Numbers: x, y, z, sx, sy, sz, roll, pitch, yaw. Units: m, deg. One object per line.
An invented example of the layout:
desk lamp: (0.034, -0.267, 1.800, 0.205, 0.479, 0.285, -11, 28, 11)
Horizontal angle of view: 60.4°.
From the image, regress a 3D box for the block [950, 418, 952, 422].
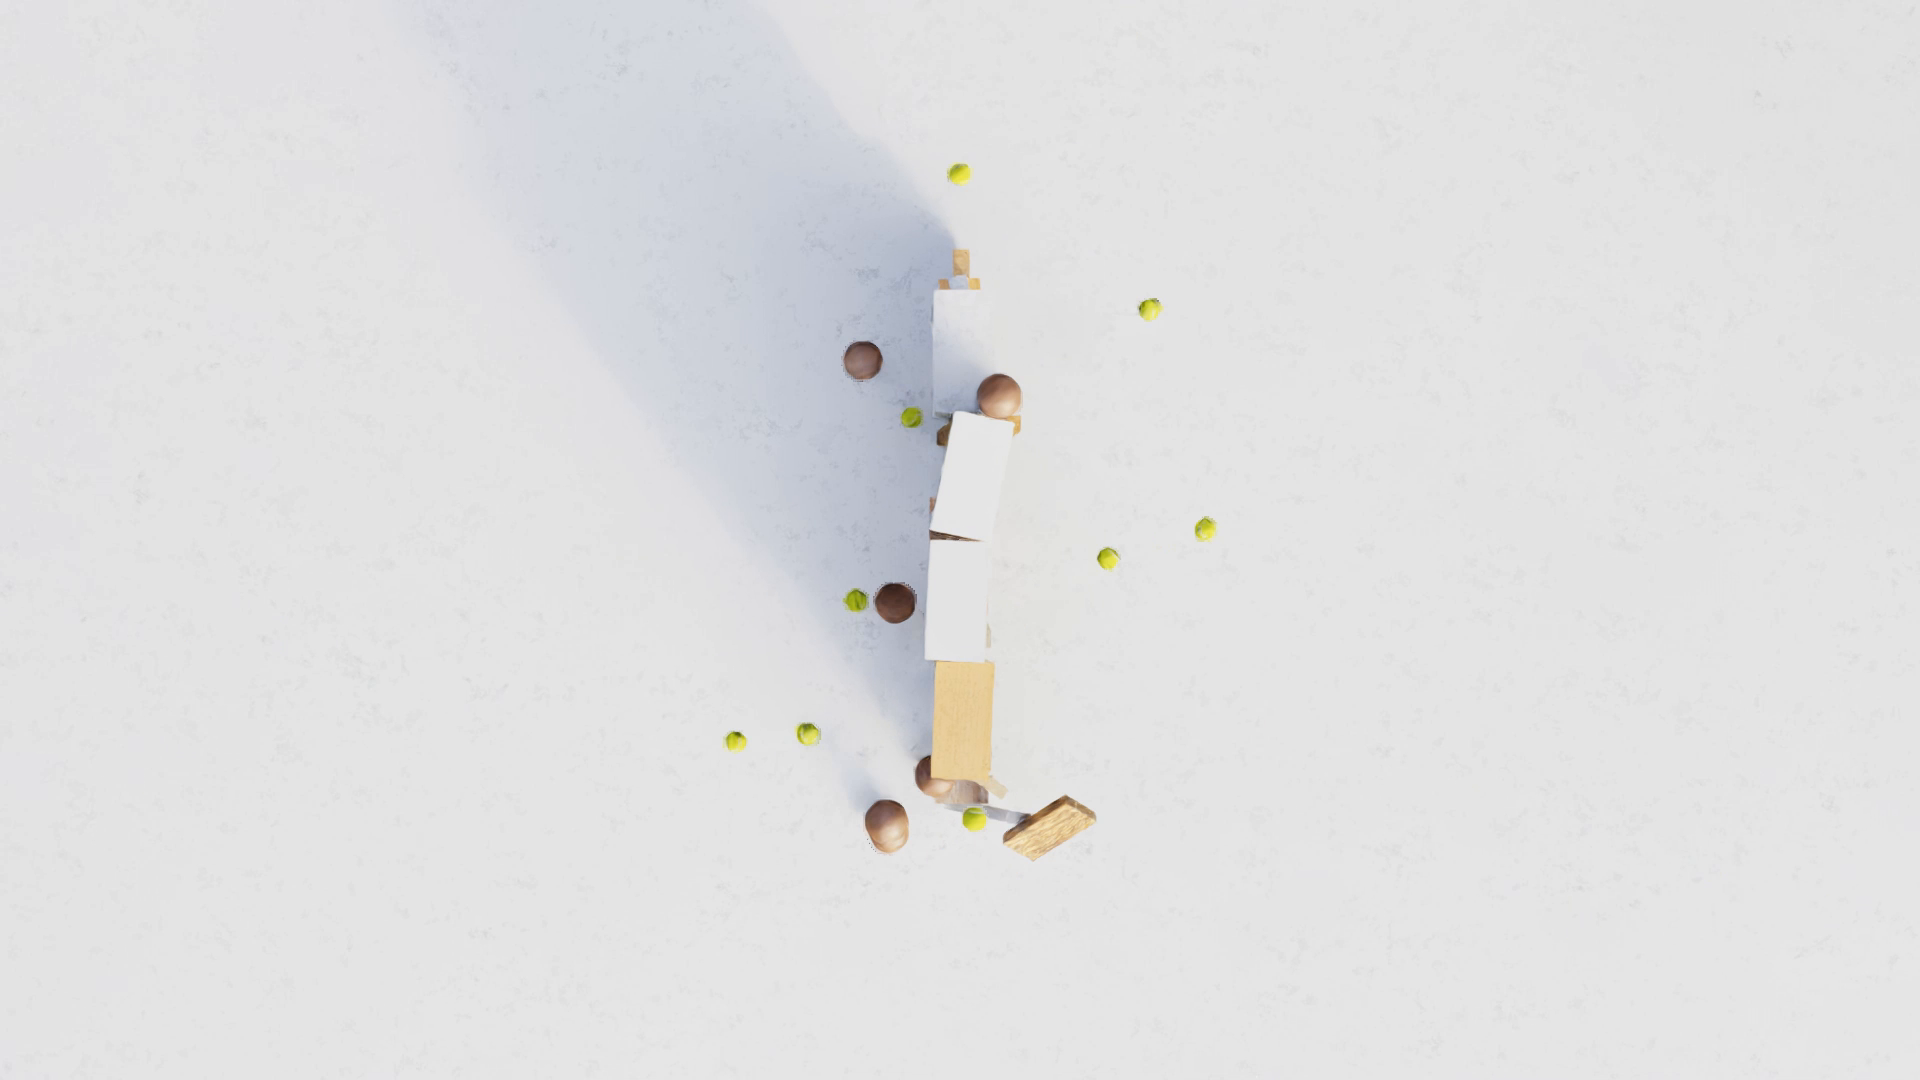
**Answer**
block: (0.001, -0.387, 5.343, 0.073, 0.021, 0.146, 1, 90, -1)

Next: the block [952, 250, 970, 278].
block: (0.004, -0.894, 5.384, 0.054, 0.015, 0.108, 0, 90, 0)

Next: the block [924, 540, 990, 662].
block: (-0.008, 0.174, 4.721, 0.171, 0.049, 0.343, 3, 90, 0)

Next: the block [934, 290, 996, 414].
block: (0.013, -0.548, 4.821, 0.178, 0.050, 0.356, 0, 90, 0)

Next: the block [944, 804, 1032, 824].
block: (0.105, 0.858, 5.180, 0.129, 0.631, 0.037, 14, 81, -15)

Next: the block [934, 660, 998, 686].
block: (0.014, 0.399, 4.993, 0.169, 0.413, 0.048, 1, 89, -3)

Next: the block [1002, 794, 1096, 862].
block: (0.262, 0.849, 4.857, 0.129, 0.037, 0.258, 34, 123, -30)

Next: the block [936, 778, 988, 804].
block: (0.005, 0.658, 5.150, 0.163, 0.046, 0.327, 0, 90, 0)

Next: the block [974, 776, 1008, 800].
block: (0.055, 0.709, 4.986, 0.129, 0.258, 0.037, 37, 85, -12)

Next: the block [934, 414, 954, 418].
block: (0.008, -0.423, 5.089, 0.178, 0.486, 0.050, 4, 89, -1)

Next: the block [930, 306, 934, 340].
block: (0.003, -0.655, 5.025, 0.178, 0.356, 0.050, 3, 89, 0)

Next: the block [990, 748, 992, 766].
block: (0.008, 0.626, 4.958, 0.169, 0.338, 0.048, 2, 90, 0)

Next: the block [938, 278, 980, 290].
block: (0.001, -0.695, 5.222, 0.130, 0.037, 0.259, -1, 90, 0)

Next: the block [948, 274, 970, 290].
block: (0.002, -0.755, 5.079, 0.058, 0.016, 0.116, -10, 90, 0)

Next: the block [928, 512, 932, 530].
block: (-0.001, -0.054, 4.915, 0.174, 0.347, 0.049, 4, 91, 0)

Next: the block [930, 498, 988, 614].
block: (-0.003, 0.048, 5.114, 0.180, 0.051, 0.360, 0, 90, 0)

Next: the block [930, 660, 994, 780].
block: (0.008, 0.519, 4.762, 0.169, 0.048, 0.338, 3, 91, -1)

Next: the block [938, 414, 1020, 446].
block: (0.051, -0.331, 5.021, 0.174, 0.564, 0.049, 0, 89, -8)

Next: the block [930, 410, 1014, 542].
block: (0.034, -0.181, 4.710, 0.174, 0.049, 0.347, 12, 90, -5)

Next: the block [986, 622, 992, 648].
block: (0.003, 0.285, 4.974, 0.171, 0.456, 0.049, 1, 90, 0)

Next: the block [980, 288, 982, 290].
block: (0.003, -0.782, 5.370, 0.130, 0.259, 0.037, 0, 90, 0)
